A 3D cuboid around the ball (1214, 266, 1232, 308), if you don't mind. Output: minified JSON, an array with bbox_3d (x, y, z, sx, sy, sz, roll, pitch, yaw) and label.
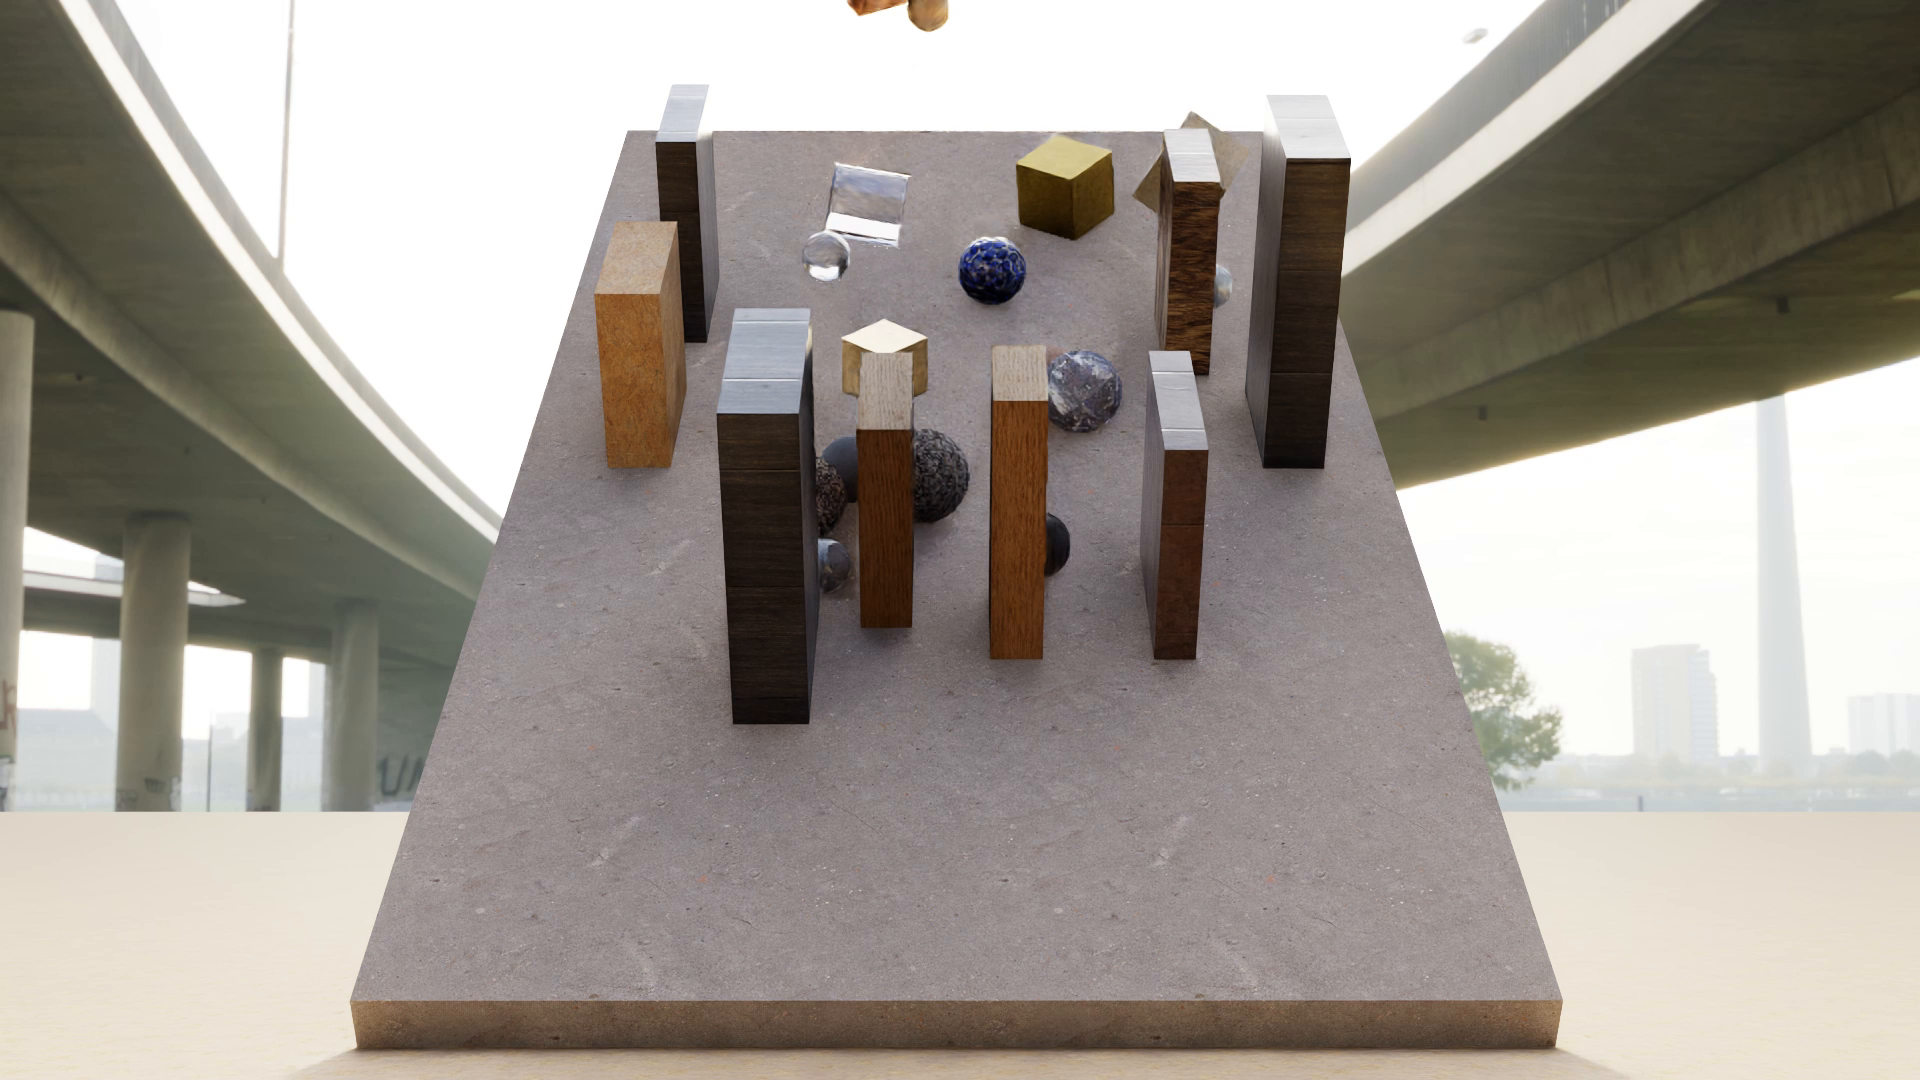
[{"bbox_3d":[0.651,-0.660,6.304,0.117,0.117,0.117,0,-6,0],"label":"ball"}]

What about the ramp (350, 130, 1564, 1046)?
[{"bbox_3d":[-0.013,-0.207,5.740,2.000,0.100,4.000,0,30,0],"label":"ramp"}]

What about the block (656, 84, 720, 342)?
[{"bbox_3d":[-0.692,-0.836,6.179,0.099,0.539,0.408,0,30,0],"label":"block"}]

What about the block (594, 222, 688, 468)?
[{"bbox_3d":[-0.738,-0.458,5.634,0.144,0.437,0.409,0,30,0],"label":"block"}]

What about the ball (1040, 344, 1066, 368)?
[{"bbox_3d":[0.212,-0.402,5.835,0.142,0.142,0.142,0,-6,0],"label":"ball"}]

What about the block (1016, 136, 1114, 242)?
[{"bbox_3d":[0.295,-0.982,6.755,0.192,0.192,0.192,22,44,33],"label":"block"}]

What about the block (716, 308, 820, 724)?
[{"bbox_3d":[-0.365,-0.048,4.697,0.147,0.675,0.446,0,30,0],"label":"block"}]

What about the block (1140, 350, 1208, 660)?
[{"bbox_3d":[0.433,-0.075,4.943,0.084,0.479,0.433,0,30,0],"label":"block"}]

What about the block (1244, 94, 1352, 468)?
[{"bbox_3d":[0.768,-0.591,5.551,0.140,0.759,0.394,0,30,0],"label":"block"}]

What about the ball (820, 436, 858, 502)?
[{"bbox_3d":[-0.243,-0.159,5.409,0.149,0.149,0.149,0,-6,0],"label":"ball"}]

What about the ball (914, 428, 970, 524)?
[{"bbox_3d":[-0.084,-0.140,5.319,0.209,0.209,0.209,0,-6,0],"label":"ball"}]

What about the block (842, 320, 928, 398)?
[{"bbox_3d":[-0.182,-0.425,5.868,0.146,0.146,0.146,25,39,36],"label":"block"}]

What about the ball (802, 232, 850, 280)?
[{"bbox_3d":[-0.356,-0.757,6.450,0.131,0.131,0.131,0,-6,0],"label":"ball"}]

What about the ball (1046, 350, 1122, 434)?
[{"bbox_3d":[0.284,-0.349,5.692,0.195,0.195,0.195,0,-6,0],"label":"ball"}]

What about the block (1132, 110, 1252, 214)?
[{"bbox_3d":[0.595,-0.943,6.228,0.189,0.189,0.189,34,-41,-2],"label":"block"}]

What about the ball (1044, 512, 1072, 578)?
[{"bbox_3d":[0.165,0.010,5.130,0.142,0.142,0.142,0,-6,0],"label":"ball"}]

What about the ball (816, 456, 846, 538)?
[{"bbox_3d":[-0.343,-0.091,5.251,0.191,0.191,0.191,0,-6,0],"label":"ball"}]

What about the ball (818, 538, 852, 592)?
[{"bbox_3d":[-0.285,0.054,5.080,0.115,0.115,0.115,0,-6,0],"label":"ball"}]

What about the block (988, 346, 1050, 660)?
[{"bbox_3d":[0.114,-0.072,4.833,0.105,0.584,0.240,0,30,0],"label":"block"}]

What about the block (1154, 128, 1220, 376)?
[{"bbox_3d":[0.561,-0.717,6.010,0.110,0.512,0.351,0,30,0],"label":"block"}]

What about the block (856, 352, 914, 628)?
[{"bbox_3d":[-0.151,-0.106,5.012,0.105,0.460,0.348,0,30,0],"label":"block"}]

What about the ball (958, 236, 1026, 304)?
[{"bbox_3d":[0.083,-0.703,6.313,0.179,0.179,0.179,0,-6,0],"label":"ball"}]

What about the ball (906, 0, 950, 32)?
[{"bbox_3d":[-0.093,-1.565,7.140,0.131,0.131,0.131,0,-6,0],"label":"ball"}]

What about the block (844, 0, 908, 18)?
[{"bbox_3d":[-0.254,-1.693,7.141,0.185,0.185,0.185,-24,-23,-34],"label":"block"}]

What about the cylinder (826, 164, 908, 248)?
[{"bbox_3d":[-0.252,-0.906,6.557,0.196,0.196,0.196,10,-7,-1],"label":"cylinder"}]
